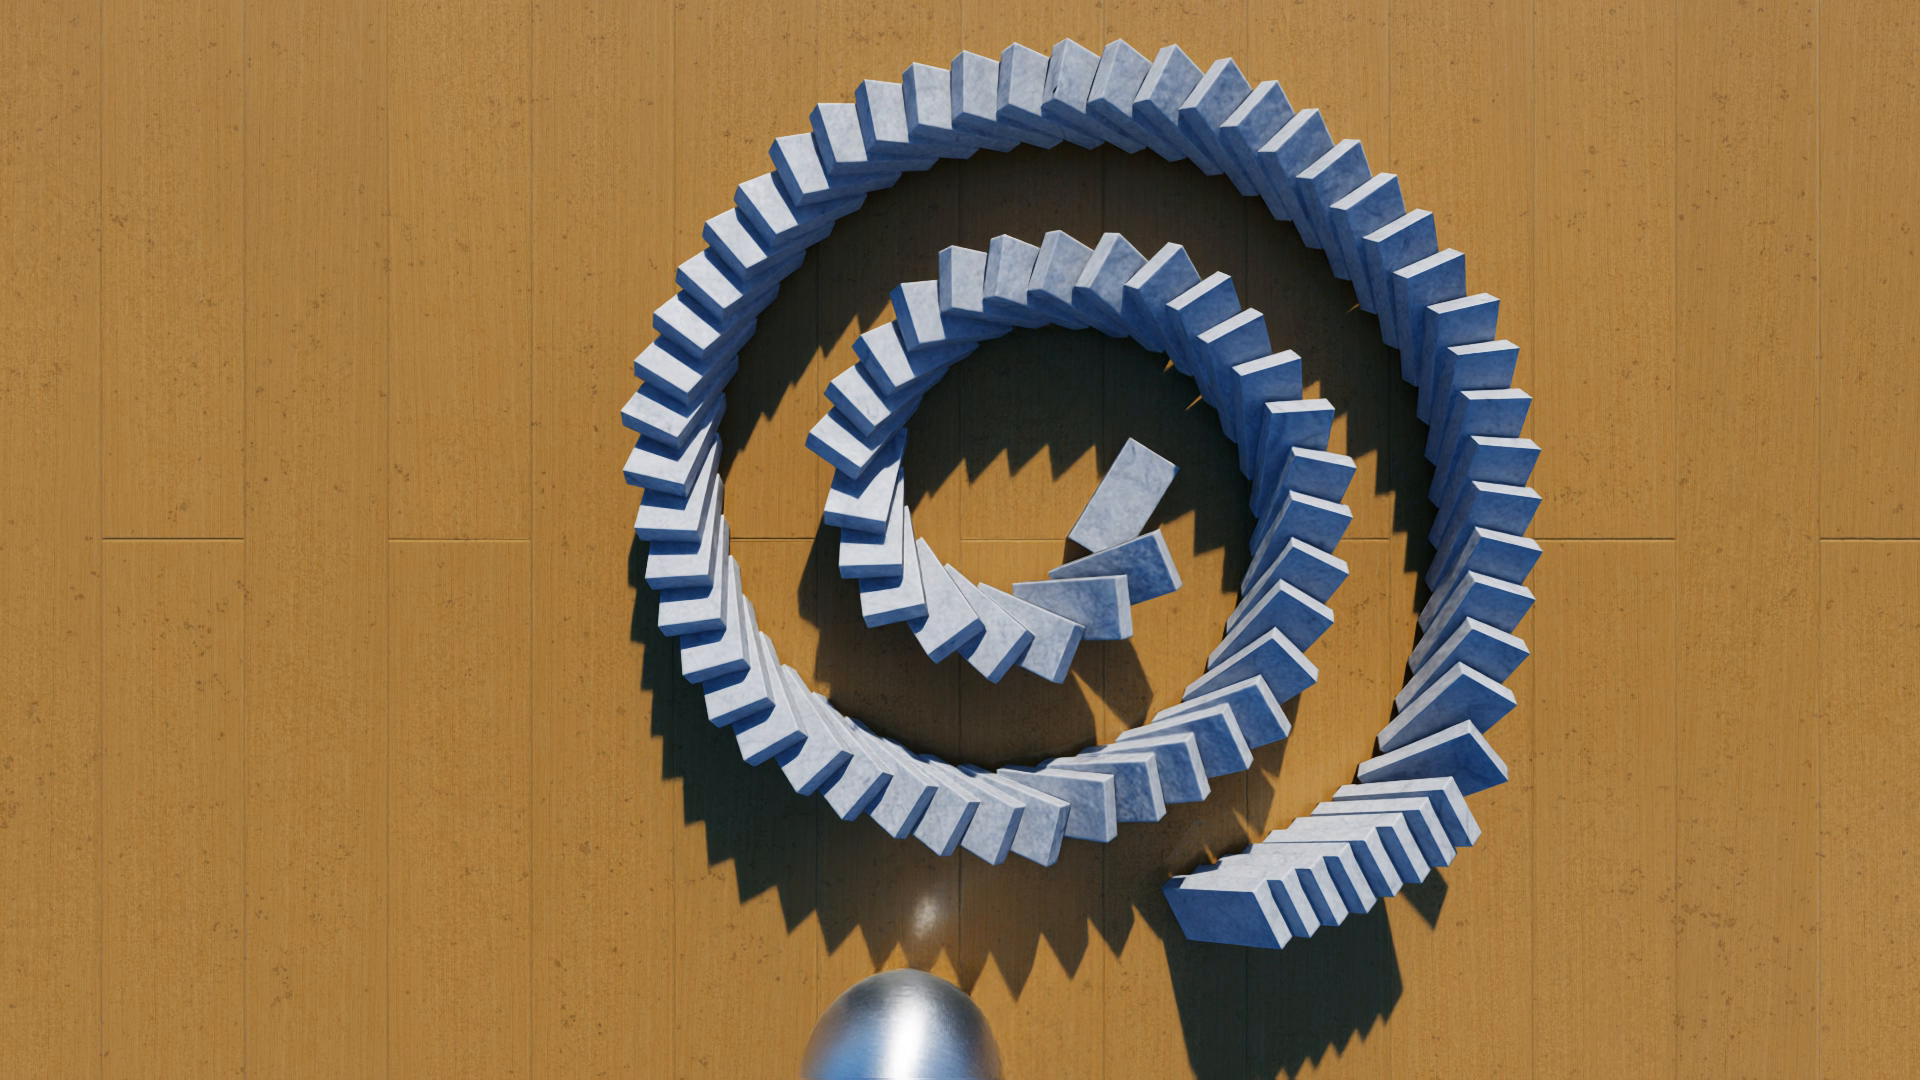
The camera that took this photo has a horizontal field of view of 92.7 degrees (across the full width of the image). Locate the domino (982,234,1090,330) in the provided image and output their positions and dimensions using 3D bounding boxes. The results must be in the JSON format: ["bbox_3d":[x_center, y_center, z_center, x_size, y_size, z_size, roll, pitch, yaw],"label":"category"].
[{"bbox_3d":[0.034,-0.107,0.382,0.050,0.010,0.025,8,90,-34],"label":"domino"}]

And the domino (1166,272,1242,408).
[{"bbox_3d":[0.107,-0.083,0.382,0.025,0.010,0.050,-33,124,0],"label":"domino"}]

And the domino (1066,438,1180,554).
[{"bbox_3d":[0.070,-0.016,0.395,0.025,0.009,0.050,32,90,0],"label":"domino"}]

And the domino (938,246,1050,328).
[{"bbox_3d":[0.015,-0.105,0.382,0.050,0.009,0.025,0,89,-35],"label":"domino"}]

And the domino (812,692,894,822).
[{"bbox_3d":[-0.053,0.090,0.383,0.025,0.009,0.050,-49,58,0],"label":"domino"}]

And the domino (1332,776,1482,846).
[{"bbox_3d":[0.183,0.113,0.377,0.010,0.050,0.025,-28,90,-37],"label":"domino"}]

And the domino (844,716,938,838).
[{"bbox_3d":[-0.035,0.099,0.383,0.050,0.010,0.025,32,90,33],"label":"domino"}]

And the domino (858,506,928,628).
[{"bbox_3d":[-0.030,0.011,0.382,0.025,0.009,0.050,-12,55,1],"label":"domino"}]

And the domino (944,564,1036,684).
[{"bbox_3d":[0.005,0.034,0.382,0.050,0.009,0.025,39,90,35],"label":"domino"}]

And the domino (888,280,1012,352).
[{"bbox_3d":[-0.003,-0.095,0.382,0.050,0.009,0.025,-18,90,-36],"label":"domino"}]

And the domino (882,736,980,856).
[{"bbox_3d":[-0.018,0.106,0.382,0.050,0.010,0.025,28,90,33],"label":"domino"}]

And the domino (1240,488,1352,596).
[{"bbox_3d":[0.139,0.005,0.382,0.025,0.010,0.050,16,123,0],"label":"domino"}]

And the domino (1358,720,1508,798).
[{"bbox_3d":[0.196,0.097,0.381,0.050,0.010,0.025,-38,92,36],"label":"domino"}]

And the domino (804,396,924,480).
[{"bbox_3d":[-0.039,-0.050,0.381,0.025,0.009,0.050,35,54,1],"label":"domino"}]

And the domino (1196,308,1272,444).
[{"bbox_3d":[0.118,-0.068,0.382,0.025,0.009,0.050,-27,124,0],"label":"domino"}]

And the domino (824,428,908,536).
[{"bbox_3d":[-0.039,-0.027,0.382,0.025,0.010,0.050,10,56,0],"label":"domino"}]

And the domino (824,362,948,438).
[{"bbox_3d":[-0.030,-0.066,0.382,0.025,0.010,0.050,46,54,0],"label":"domino"}]

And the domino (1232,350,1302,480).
[{"bbox_3d":[0.129,-0.051,0.382,0.025,0.009,0.050,-17,124,0],"label":"domino"}]

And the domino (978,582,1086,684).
[{"bbox_3d":[0.025,0.038,0.381,0.050,0.010,0.025,22,90,36],"label":"domino"}]

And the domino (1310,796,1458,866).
[{"bbox_3d":[0.173,0.120,0.377,0.010,0.050,0.025,-28,91,-37],"label":"domino"}]

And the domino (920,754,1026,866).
[{"bbox_3d":[0.000,0.111,0.382,0.050,0.009,0.025,21,91,33],"label":"domino"}]

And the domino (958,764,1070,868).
[{"bbox_3d":[0.019,0.114,0.382,0.050,0.009,0.025,13,91,33],"label":"domino"}]

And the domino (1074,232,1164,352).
[{"bbox_3d":[0.072,-0.102,0.382,0.050,0.009,0.025,29,90,-35],"label":"domino"}]

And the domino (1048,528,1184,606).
[{"bbox_3d":[0.064,0.016,0.384,0.050,0.009,0.025,-22,90,29],"label":"domino"}]

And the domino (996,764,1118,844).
[{"bbox_3d":[0.040,0.109,0.382,0.050,0.009,0.025,-3,90,33],"label":"domino"}]

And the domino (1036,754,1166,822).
[{"bbox_3d":[0.058,0.104,0.383,0.050,0.009,0.025,-12,90,33],"label":"domino"}]

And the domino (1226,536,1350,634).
[{"bbox_3d":[0.136,0.025,0.382,0.025,0.010,0.050,26,123,0],"label":"domino"}]

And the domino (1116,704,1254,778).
[{"bbox_3d":[0.093,0.088,0.382,0.050,0.010,0.025,-24,90,33],"label":"domino"}]

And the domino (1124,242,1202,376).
[{"bbox_3d":[0.092,-0.095,0.382,0.025,0.009,0.050,-44,124,0],"label":"domino"}]

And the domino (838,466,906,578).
[{"bbox_3d":[-0.036,-0.008,0.382,0.025,0.010,0.050,-1,55,0],"label":"domino"}]

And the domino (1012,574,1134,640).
[{"bbox_3d":[0.046,0.029,0.381,0.050,0.010,0.025,-6,90,38],"label":"domino"}]

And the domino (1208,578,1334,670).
[{"bbox_3d":[0.129,0.042,0.382,0.025,0.010,0.050,32,123,0],"label":"domino"}]

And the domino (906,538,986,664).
[{"bbox_3d":[-0.013,0.024,0.381,0.025,0.009,0.050,-36,53,0],"label":"domino"}]

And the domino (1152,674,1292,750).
[{"bbox_3d":[0.108,0.077,0.382,0.050,0.010,0.025,-30,91,33],"label":"domino"}]

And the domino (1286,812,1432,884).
[{"bbox_3d":[0.163,0.127,0.377,0.010,0.050,0.025,-28,90,-37],"label":"domino"}]

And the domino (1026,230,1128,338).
[{"bbox_3d":[0.053,-0.106,0.382,0.050,0.009,0.025,18,90,-34],"label":"domino"}]

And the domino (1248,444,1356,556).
[{"bbox_3d":[0.142,-0.013,0.382,0.025,0.010,0.050,12,124,-1],"label":"domino"}]

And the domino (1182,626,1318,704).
[{"bbox_3d":[0.120,0.060,0.382,0.025,0.010,0.050,45,124,0],"label":"domino"}]

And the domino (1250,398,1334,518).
[{"bbox_3d":[0.138,-0.033,0.382,0.025,0.010,0.050,-4,125,0],"label":"domino"}]

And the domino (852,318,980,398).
[{"bbox_3d":[-0.018,-0.081,0.382,0.050,0.010,0.025,-34,90,-35],"label":"domino"}]

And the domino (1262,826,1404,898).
[{"bbox_3d":[0.152,0.132,0.377,0.010,0.050,0.025,-28,90,-37],"label":"domino"}]

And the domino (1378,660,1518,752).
[{"bbox_3d":[0.202,0.075,0.383,0.025,0.009,0.050,30,123,0],"label":"domino"}]

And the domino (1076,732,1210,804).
[{"bbox_3d":[0.076,0.097,0.382,0.050,0.009,0.025,-17,90,33],"label":"domino"}]
